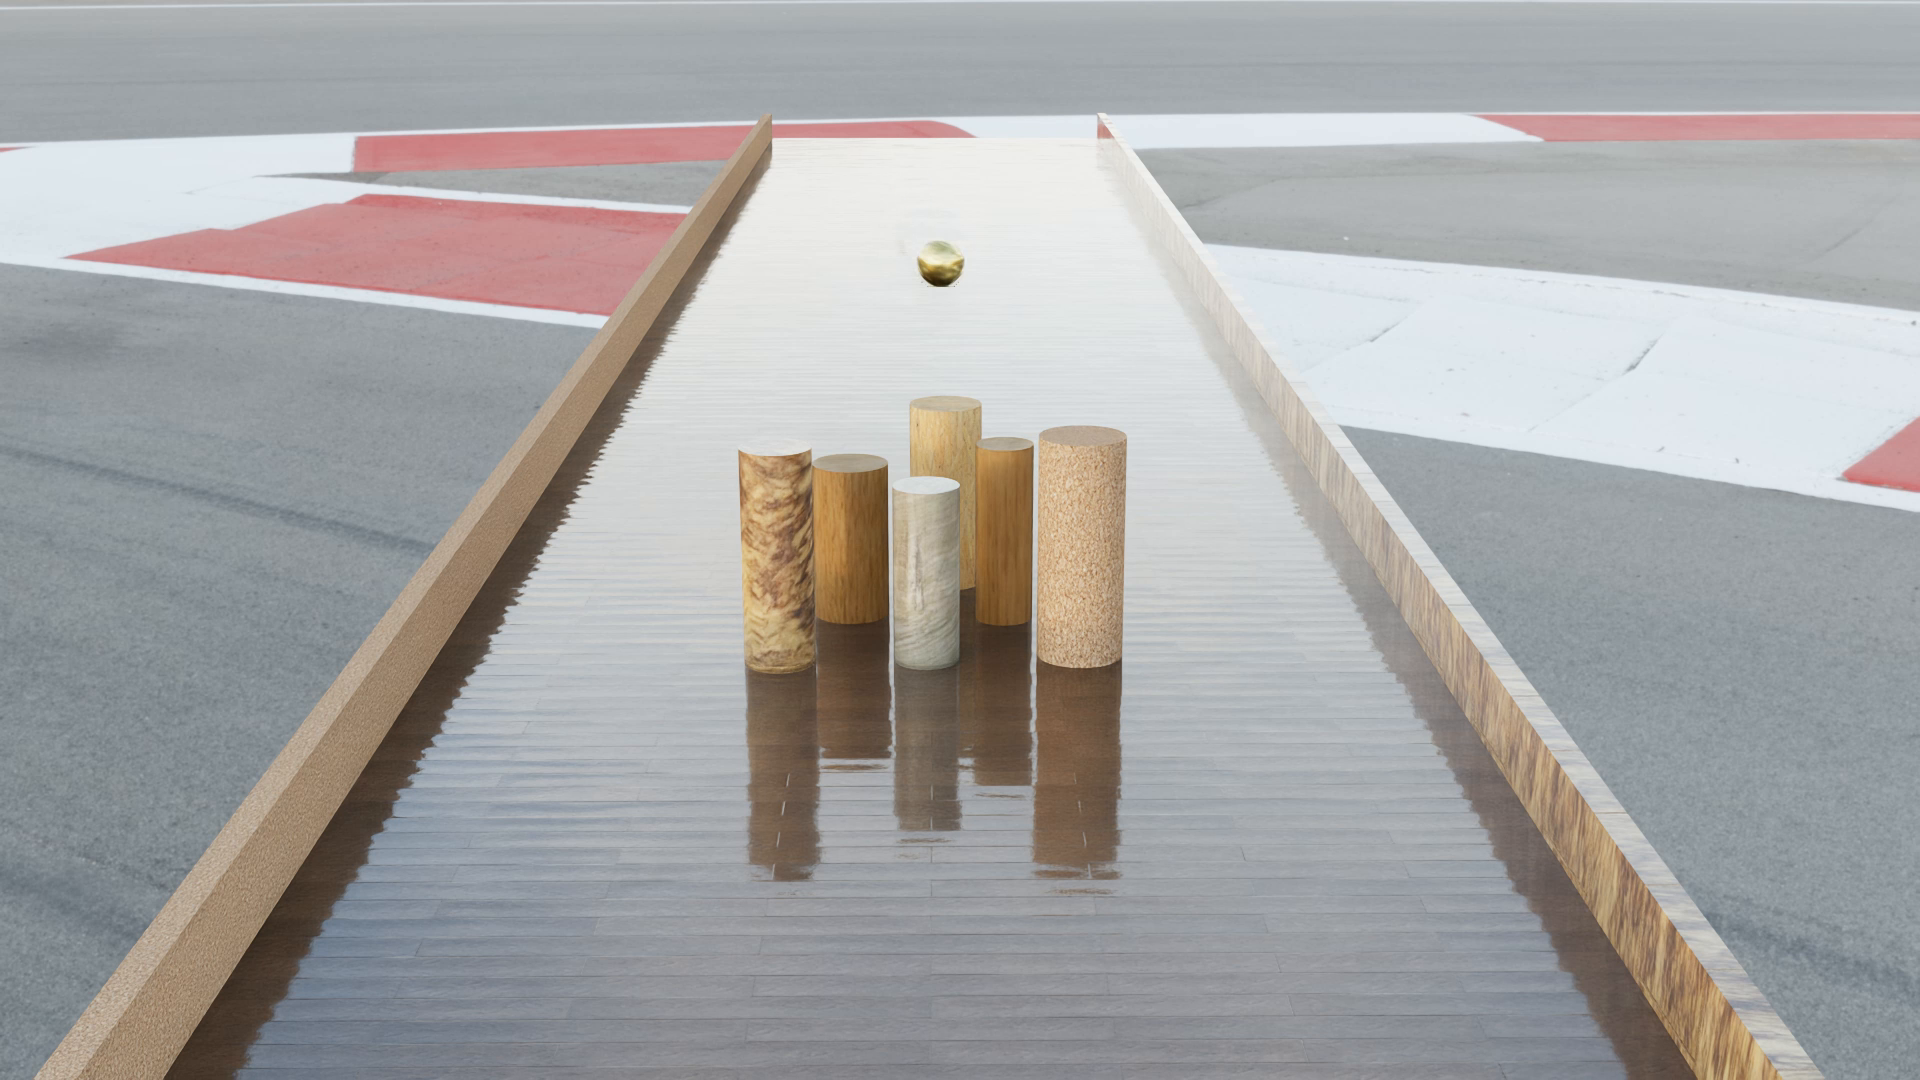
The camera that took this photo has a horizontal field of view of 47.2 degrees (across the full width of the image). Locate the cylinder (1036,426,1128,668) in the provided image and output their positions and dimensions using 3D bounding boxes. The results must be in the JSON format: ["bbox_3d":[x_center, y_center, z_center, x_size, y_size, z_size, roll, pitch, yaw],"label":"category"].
[{"bbox_3d":[0.242,0.012,4.389,0.173,0.454,0.173,0,17,0],"label":"cylinder"}]

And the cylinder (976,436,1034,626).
[{"bbox_3d":[0.093,-0.019,4.625,0.121,0.379,0.121,0,17,0],"label":"cylinder"}]

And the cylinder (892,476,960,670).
[{"bbox_3d":[-0.067,0.065,4.372,0.133,0.362,0.133,0,17,0],"label":"cylinder"}]

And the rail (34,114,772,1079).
[{"bbox_3d":[-1.118,-0.838,7.780,0.050,0.150,12.000,0,17,-1],"label":"rail"}]

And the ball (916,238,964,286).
[{"bbox_3d":[-0.075,-1.072,8.507,0.185,0.185,0.185,0,17,0],"label":"ball"}]

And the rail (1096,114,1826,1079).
[{"bbox_3d":[0.932,-0.844,7.801,0.050,0.150,12.000,0,17,-1],"label":"rail"}]

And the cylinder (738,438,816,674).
[{"bbox_3d":[-0.360,0.031,4.346,0.143,0.443,0.143,0,17,0],"label":"cylinder"}]

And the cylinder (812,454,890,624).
[{"bbox_3d":[-0.231,-0.004,4.661,0.159,0.330,0.159,0,17,0],"label":"cylinder"}]

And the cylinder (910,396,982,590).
[{"bbox_3d":[-0.031,-0.104,4.866,0.158,0.405,0.158,0,17,0],"label":"cylinder"}]
